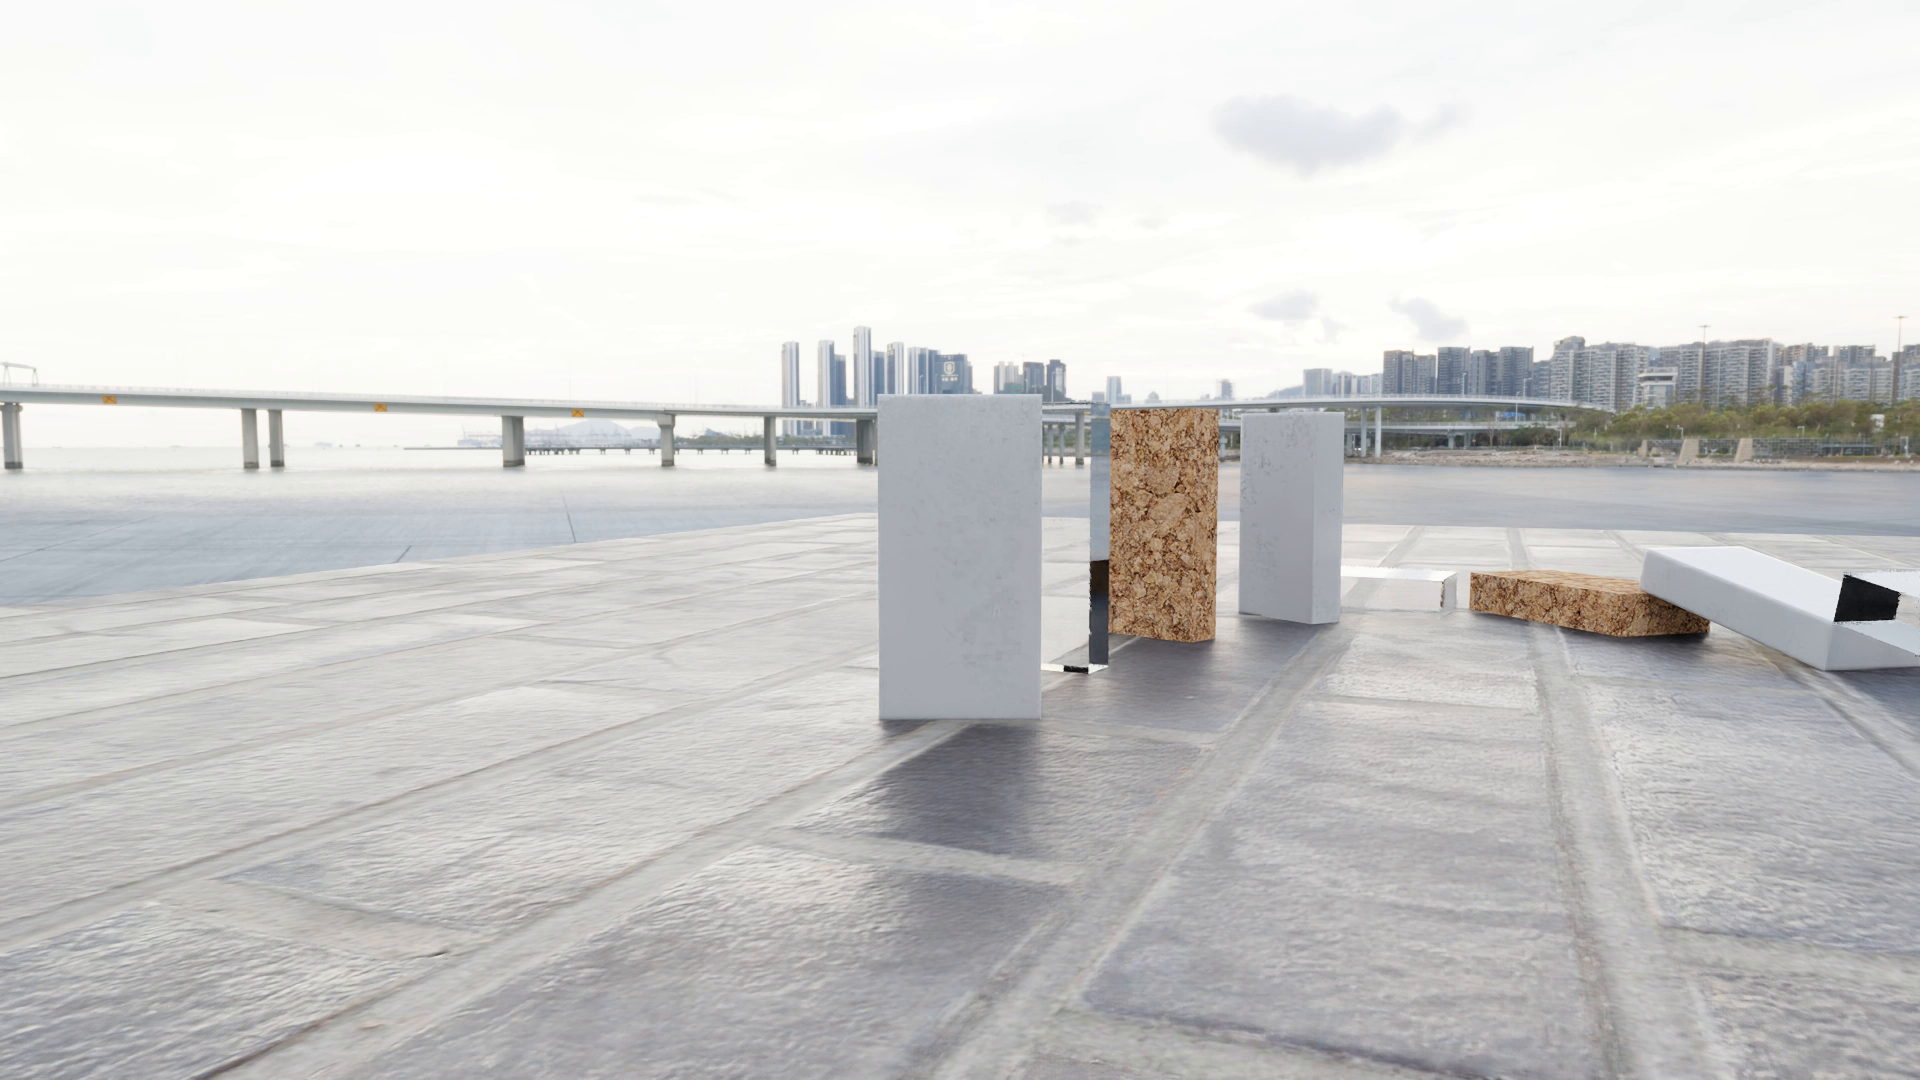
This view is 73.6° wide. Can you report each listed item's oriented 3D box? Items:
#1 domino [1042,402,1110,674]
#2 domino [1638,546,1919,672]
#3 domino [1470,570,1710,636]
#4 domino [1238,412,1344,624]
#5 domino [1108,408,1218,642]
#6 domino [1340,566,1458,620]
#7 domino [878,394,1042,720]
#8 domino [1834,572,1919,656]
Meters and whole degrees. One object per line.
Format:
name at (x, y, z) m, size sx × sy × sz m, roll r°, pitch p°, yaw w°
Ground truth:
domino at (0.015, -0.001, 0.246) m, size 0.025 × 0.050 × 0.009 m, roll 2°, pitch 5°, yaw 29°
domino at (0.169, 0.013, 0.265) m, size 0.025 × 0.010 × 0.050 m, roll -1°, pitch 16°, yaw -12°
domino at (0.151, 0.015, 0.310) m, size 0.025 × 0.010 × 0.050 m, roll -1°, pitch 4°, yaw -17°
domino at (0.081, -0.006, 0.314) m, size 0.010 × 0.050 × 0.025 m, roll -3°, pitch 5°, yaw -31°
domino at (0.044, -0.004, 0.285) m, size 0.025 × 0.050 × 0.009 m, roll 4°, pitch 6°, yaw 44°
domino at (0.101, 0.013, 0.334) m, size 0.050 × 0.009 × 0.025 m, roll 2°, pitch 5°, yaw 30°
domino at (0.000, 0.002, 0.201) m, size 0.025 × 0.050 × 0.009 m, roll 0°, pitch 4°, yaw 0°
domino at (0.180, 0.017, 0.216) m, size 0.025 × 0.009 × 0.050 m, roll -1°, pitch 15°, yaw -12°
